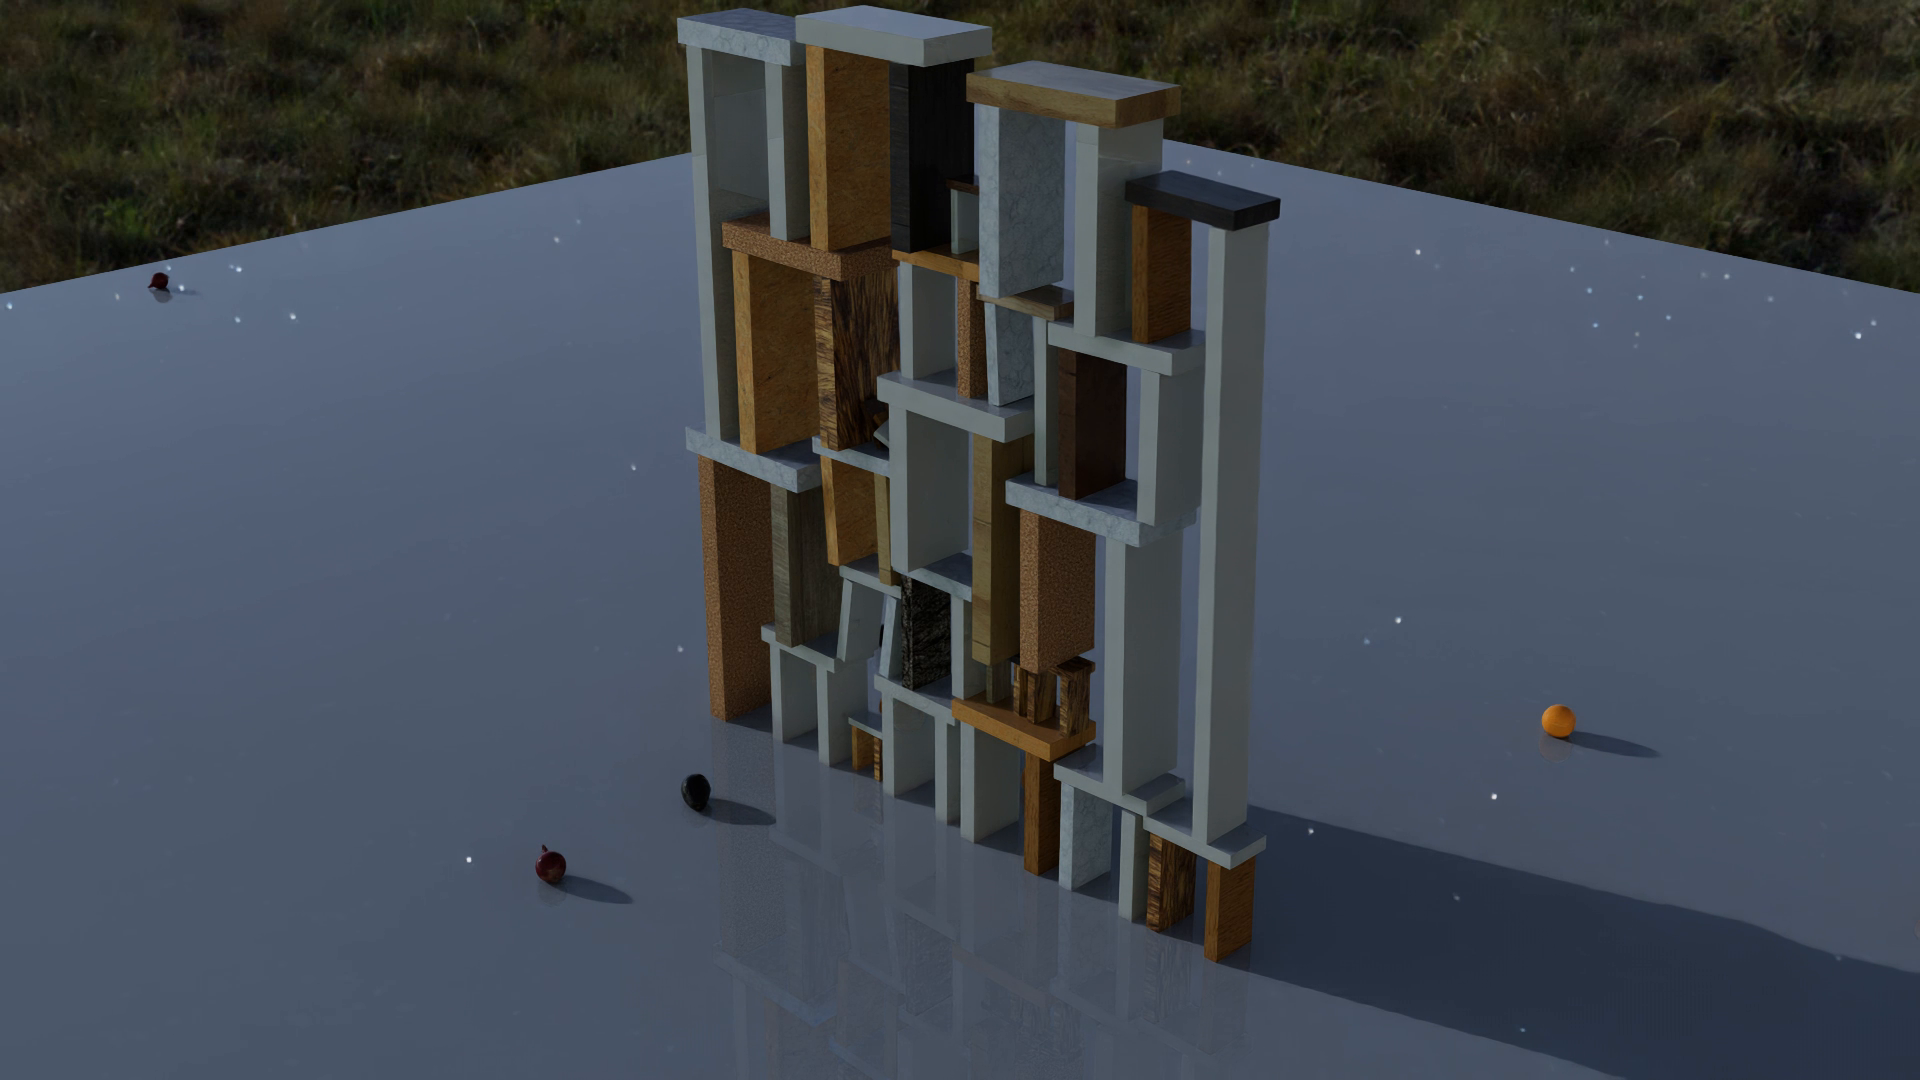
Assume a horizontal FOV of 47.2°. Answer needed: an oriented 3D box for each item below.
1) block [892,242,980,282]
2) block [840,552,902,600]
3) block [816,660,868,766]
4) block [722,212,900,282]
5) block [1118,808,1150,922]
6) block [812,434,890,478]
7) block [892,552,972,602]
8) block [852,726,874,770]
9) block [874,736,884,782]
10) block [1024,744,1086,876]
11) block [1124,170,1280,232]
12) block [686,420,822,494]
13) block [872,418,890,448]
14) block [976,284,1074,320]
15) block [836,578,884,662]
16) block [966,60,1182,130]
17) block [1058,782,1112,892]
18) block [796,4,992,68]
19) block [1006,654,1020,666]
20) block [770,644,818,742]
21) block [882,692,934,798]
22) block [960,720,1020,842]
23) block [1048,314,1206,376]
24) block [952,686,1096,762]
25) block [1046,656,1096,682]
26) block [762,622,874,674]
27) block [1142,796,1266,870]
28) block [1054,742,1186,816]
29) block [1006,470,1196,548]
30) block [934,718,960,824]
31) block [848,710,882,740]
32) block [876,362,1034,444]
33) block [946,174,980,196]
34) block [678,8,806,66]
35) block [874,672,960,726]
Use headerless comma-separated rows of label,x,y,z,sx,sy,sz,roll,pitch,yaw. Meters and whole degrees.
block,-0.006,-0.518,4.013,0.223,0.032,0.112,21,31,40
block,-0.145,0.070,4.412,0.184,0.026,0.092,19,29,41
block,-0.247,0.354,4.636,0.032,0.228,0.114,21,31,41
block,-0.285,-0.580,4.288,0.347,0.049,0.174,21,31,41
block,0.347,0.587,4.090,0.032,0.225,0.113,21,31,41
block,-0.172,-0.177,4.334,0.115,0.033,0.230,-21,29,-41
block,-0.017,0.060,4.272,0.215,0.030,0.108,21,31,40
block,-0.203,0.428,4.621,0.015,0.103,0.051,21,31,41
block,-0.154,0.447,4.576,0.015,0.103,0.051,21,31,41
block,0.183,0.505,4.238,0.037,0.259,0.130,21,31,41
block,0.393,-0.554,3.575,0.116,0.033,0.231,-20,32,-40
block,-0.388,-0.190,4.568,0.178,0.050,0.355,-21,31,-40
block,-0.116,-0.189,4.245,0.095,0.014,0.048,39,47,5
block,0.130,-0.430,3.896,0.095,0.027,0.189,-21,31,-41
block,-0.202,0.151,4.504,0.092,0.189,0.026,-20,39,-39
block,0.189,-0.752,3.701,0.334,0.047,0.167,20,30,40
block,0.241,0.546,4.187,0.113,0.225,0.032,-21,31,-40
block,-0.122,-0.914,3.977,0.169,0.048,0.338,-21,31,-40
block,0.101,0.211,4.211,0.107,0.015,0.054,21,31,40
block,-0.352,0.312,4.735,0.114,0.228,0.032,-21,31,-40
block,-0.106,0.402,4.517,0.116,0.231,0.033,-21,31,-41
block,0.060,0.457,4.351,0.037,0.259,0.130,21,31,41
block,0.299,-0.342,3.761,0.274,0.039,0.137,19,30,41
block,0.122,0.345,4.237,0.259,0.037,0.130,21,31,41
block,0.186,0.229,4.121,0.125,0.018,0.063,21,31,40
block,-0.301,0.213,4.634,0.228,0.032,0.114,21,31,40
block,0.440,0.526,3.965,0.101,0.029,0.203,-21,31,-40
block,0.296,0.444,4.089,0.225,0.032,0.112,19,29,41
block,0.250,-0.069,3.931,0.315,0.045,0.158,20,30,41
block,0.003,0.445,4.416,0.116,0.231,0.033,-21,31,-40
block,-0.178,0.383,4.576,0.103,0.015,0.051,21,31,41
block,0.020,-0.263,4.084,0.332,0.047,0.166,21,31,40
block,0.038,-0.631,3.916,0.117,0.017,0.058,21,31,40
block,-0.371,-0.966,4.215,0.168,0.048,0.336,-21,31,-40
block,-0.051,0.302,4.415,0.116,0.033,0.231,-21,31,-40
